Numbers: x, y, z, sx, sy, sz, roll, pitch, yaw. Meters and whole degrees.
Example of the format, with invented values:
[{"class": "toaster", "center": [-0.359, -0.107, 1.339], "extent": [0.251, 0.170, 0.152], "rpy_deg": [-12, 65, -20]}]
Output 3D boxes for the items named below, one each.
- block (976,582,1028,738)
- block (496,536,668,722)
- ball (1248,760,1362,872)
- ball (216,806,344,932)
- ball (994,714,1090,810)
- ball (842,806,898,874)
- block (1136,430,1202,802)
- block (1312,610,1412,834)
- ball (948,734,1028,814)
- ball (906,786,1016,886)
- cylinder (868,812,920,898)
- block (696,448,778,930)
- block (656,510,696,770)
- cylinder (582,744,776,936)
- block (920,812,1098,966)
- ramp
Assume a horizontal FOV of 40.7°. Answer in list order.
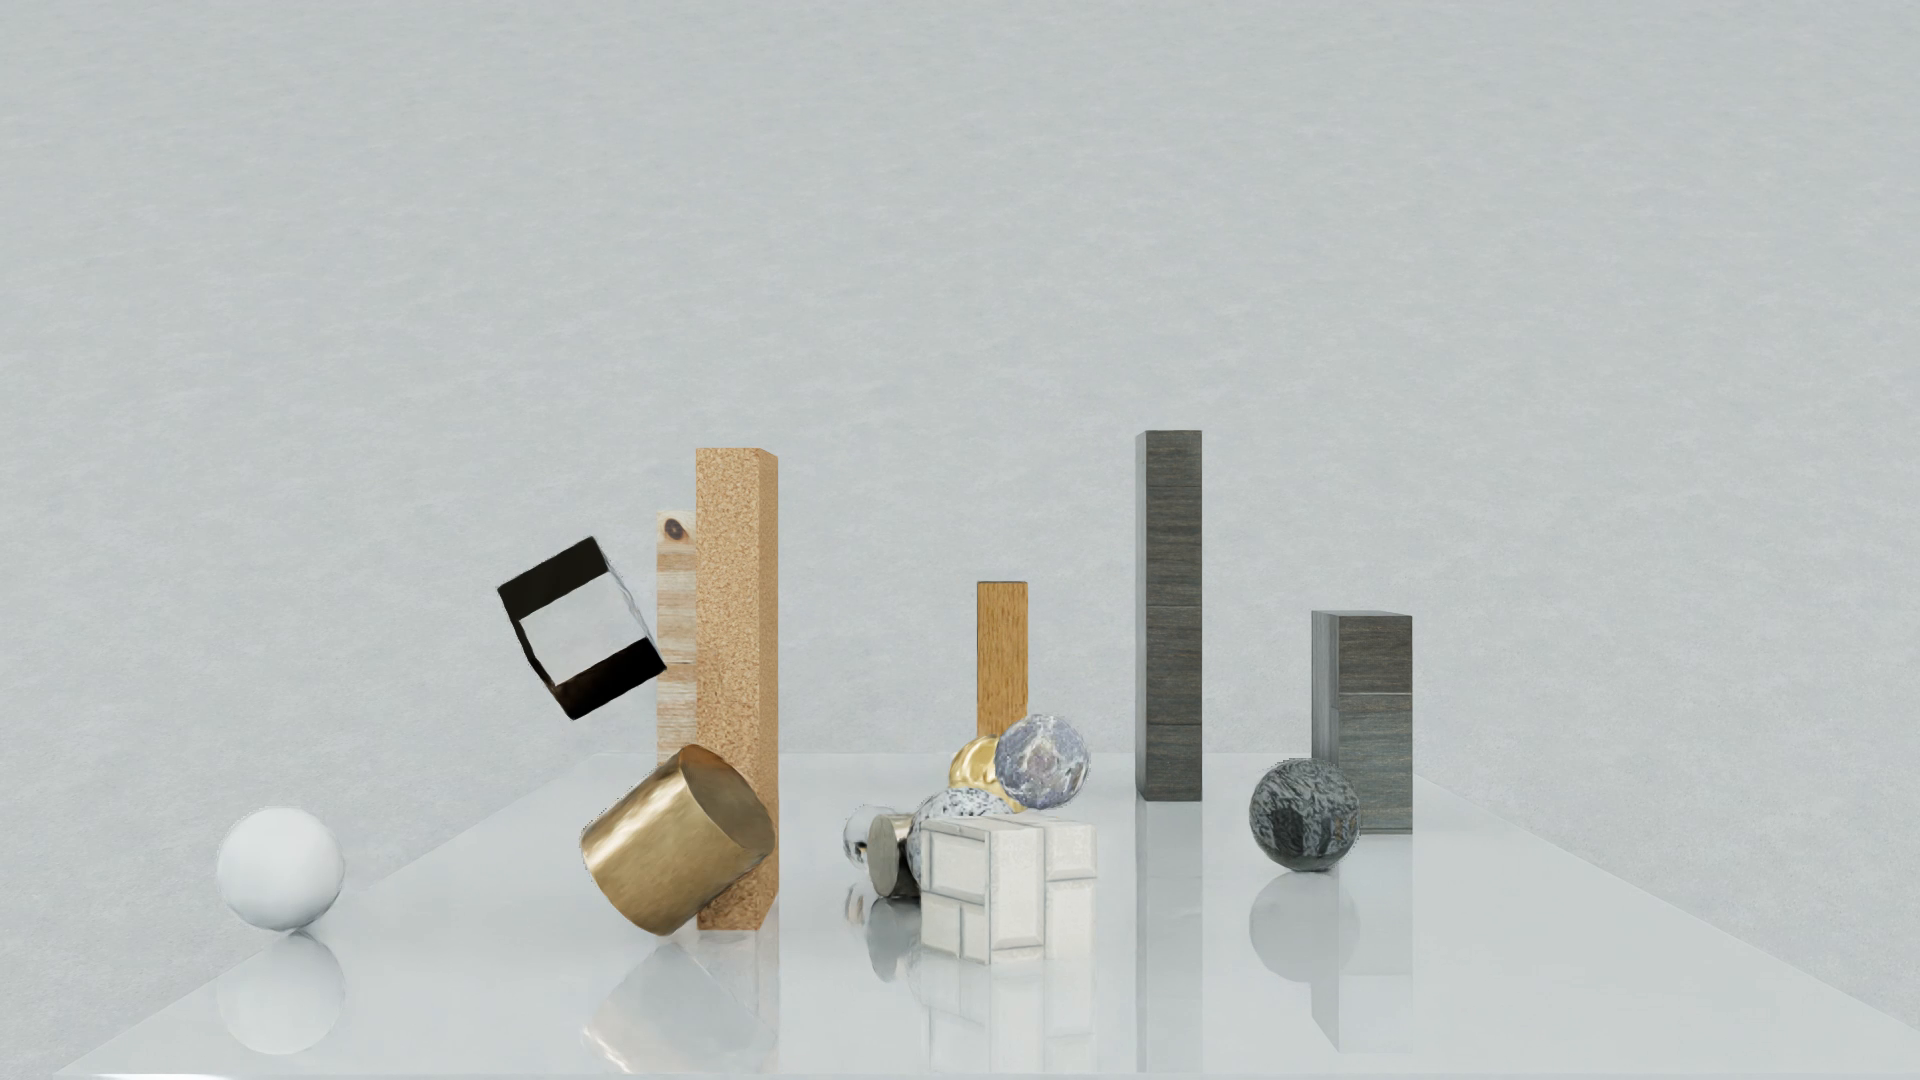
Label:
[{"class": "block", "center": [0.094, 0.322, 5.827], "extent": [0.110, 0.453, 0.299], "rpy_deg": [0, 0, 0]}, {"class": "block", "center": [-0.524, 0.123, 3.591], "extent": [0.151, 0.151, 0.151], "rpy_deg": [-29, 49, -3]}, {"class": "ball", "center": [0.571, 0.456, 4.284], "extent": [0.185, 0.185, 0.185], "rpy_deg": [0, 30, 0]}, {"class": "ball", "center": [-0.953, 0.462, 3.632], "extent": [0.174, 0.174, 0.174], "rpy_deg": [0, 30, 0]}, {"class": "ball", "center": [0.131, 0.357, 4.172], "extent": [0.154, 0.154, 0.154], "rpy_deg": [0, 30, 0]}, {"class": "ball", "center": [-0.137, 0.492, 4.243], "extent": [0.113, 0.113, 0.113], "rpy_deg": [0, 30, 0]}, {"class": "block", "center": [0.449, 0.159, 5.580], "extent": [0.118, 0.778, 0.312], "rpy_deg": [0, 0, 0]}, {"class": "block", "center": [0.773, 0.344, 4.998], "extent": [0.137, 0.407, 0.375], "rpy_deg": [0, 0, 0]}, {"class": "ball", "center": [0.063, 0.462, 4.982], "extent": [0.173, 0.173, 0.173], "rpy_deg": [0, 30, 0]}, {"class": "ball", "center": [0.009, 0.458, 3.852], "extent": [0.180, 0.180, 0.180], "rpy_deg": [0, 30, 0]}, {"class": "cylinder", "center": [-0.060, 0.484, 3.987], "extent": [0.127, 0.127, 0.127], "rpy_deg": [0, 28, -24]}, {"class": "block", "center": [-0.327, 0.209, 3.834], "extent": [0.089, 0.678, 0.385], "rpy_deg": [0, 0, 0]}, {"class": "block", "center": [-0.633, 0.241, 6.024], "extent": [0.113, 0.616, 0.278], "rpy_deg": [0, 0, 0]}, {"class": "cylinder", "center": [-0.385, 0.411, 3.547], "extent": [0.187, 0.187, 0.187], "rpy_deg": [-40, 28, 14]}, {"class": "block", "center": [0.065, 0.462, 3.449], "extent": [0.172, 0.172, 0.172], "rpy_deg": [0, 0, -29]}, {"class": "ramp", "center": [0.067, 0.598, 4.656], "extent": [2.000, 0.100, 4.000], "rpy_deg": [0, 0, 0]}]
